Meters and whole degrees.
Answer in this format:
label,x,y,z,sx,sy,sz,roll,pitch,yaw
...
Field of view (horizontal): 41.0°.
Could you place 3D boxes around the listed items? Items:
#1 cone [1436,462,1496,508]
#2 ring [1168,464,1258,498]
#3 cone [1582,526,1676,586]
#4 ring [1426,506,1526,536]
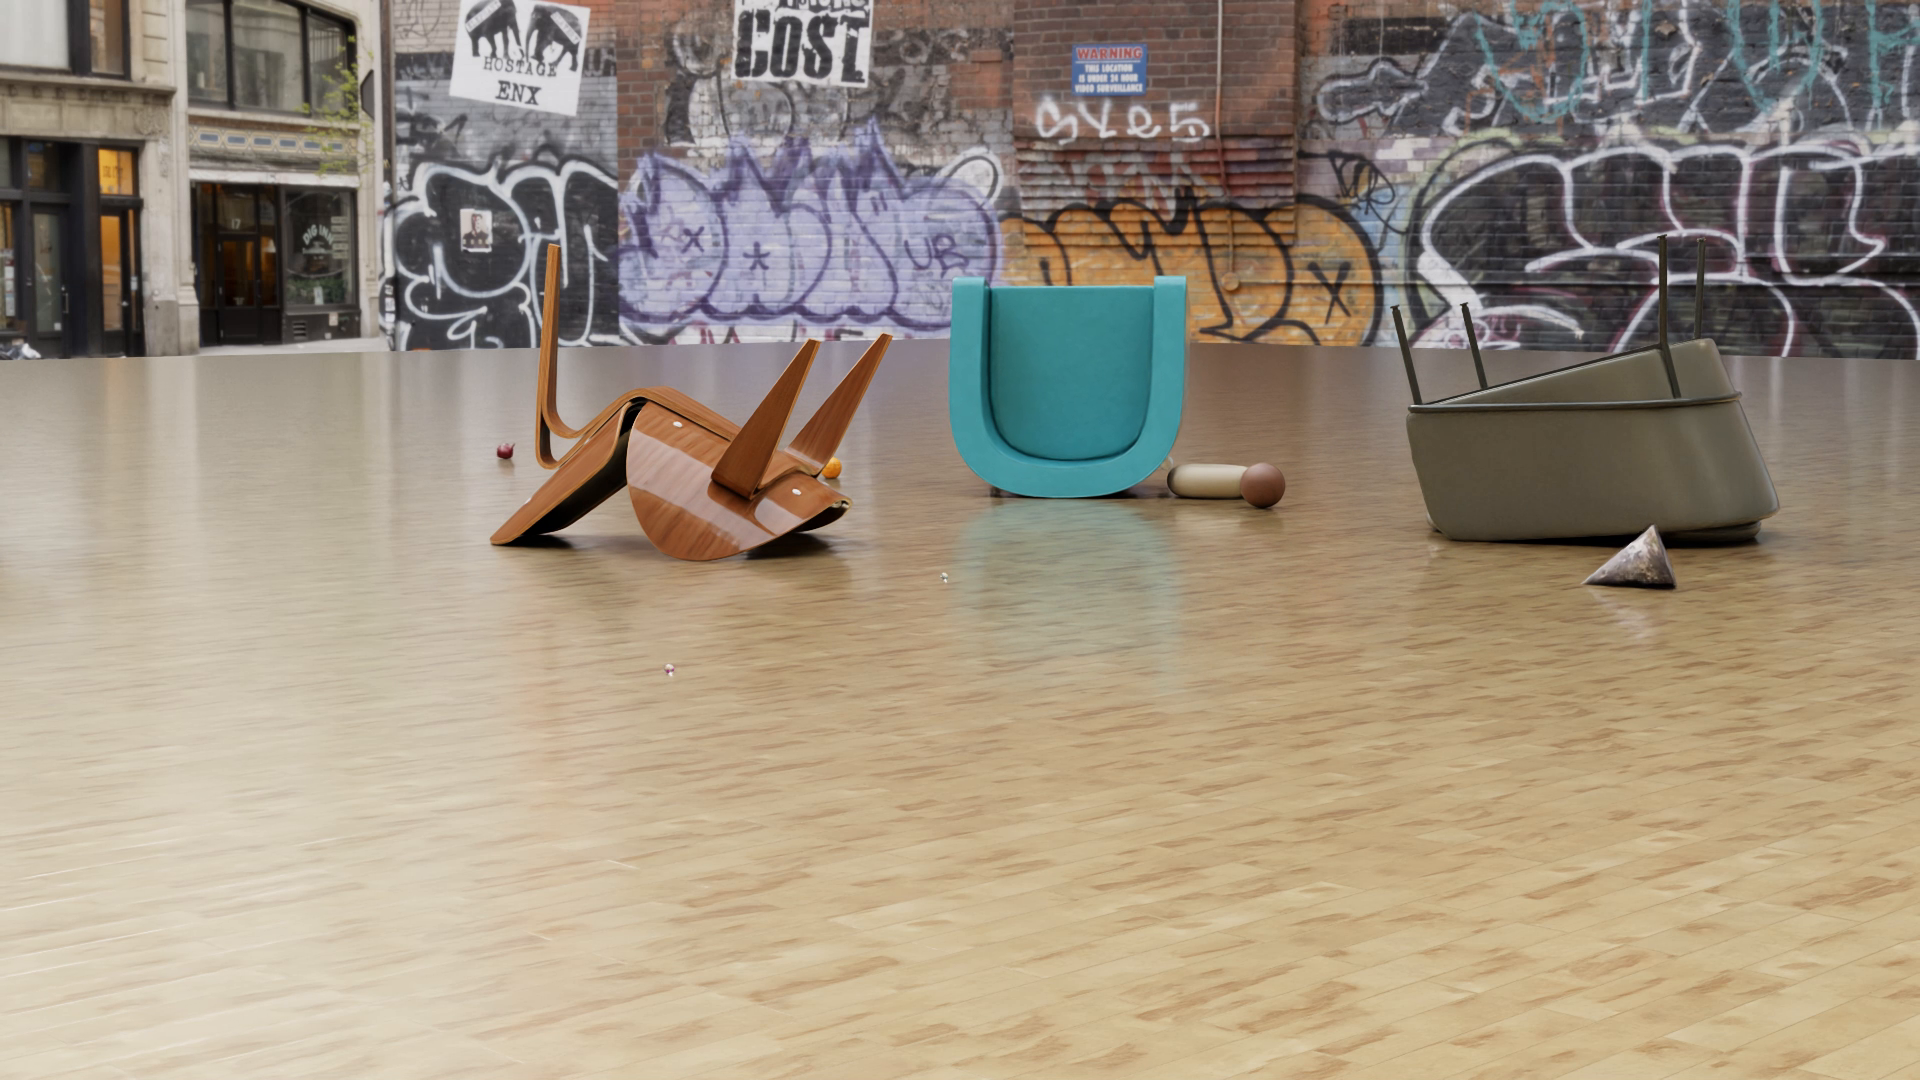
label,x,y,z,sx,sy,sz,roll,pitch,yaw
cone,1.412,-0.099,7.002,0.154,0.168,0.197,30,-23,-3
ring,0.755,-0.176,7.679,0.272,0.092,0.264,4,6,30
cone,1.414,0.063,5.474,0.185,0.133,0.157,-20,-34,17
ring,1.328,-0.049,6.605,0.218,0.060,0.352,-1,5,-18
